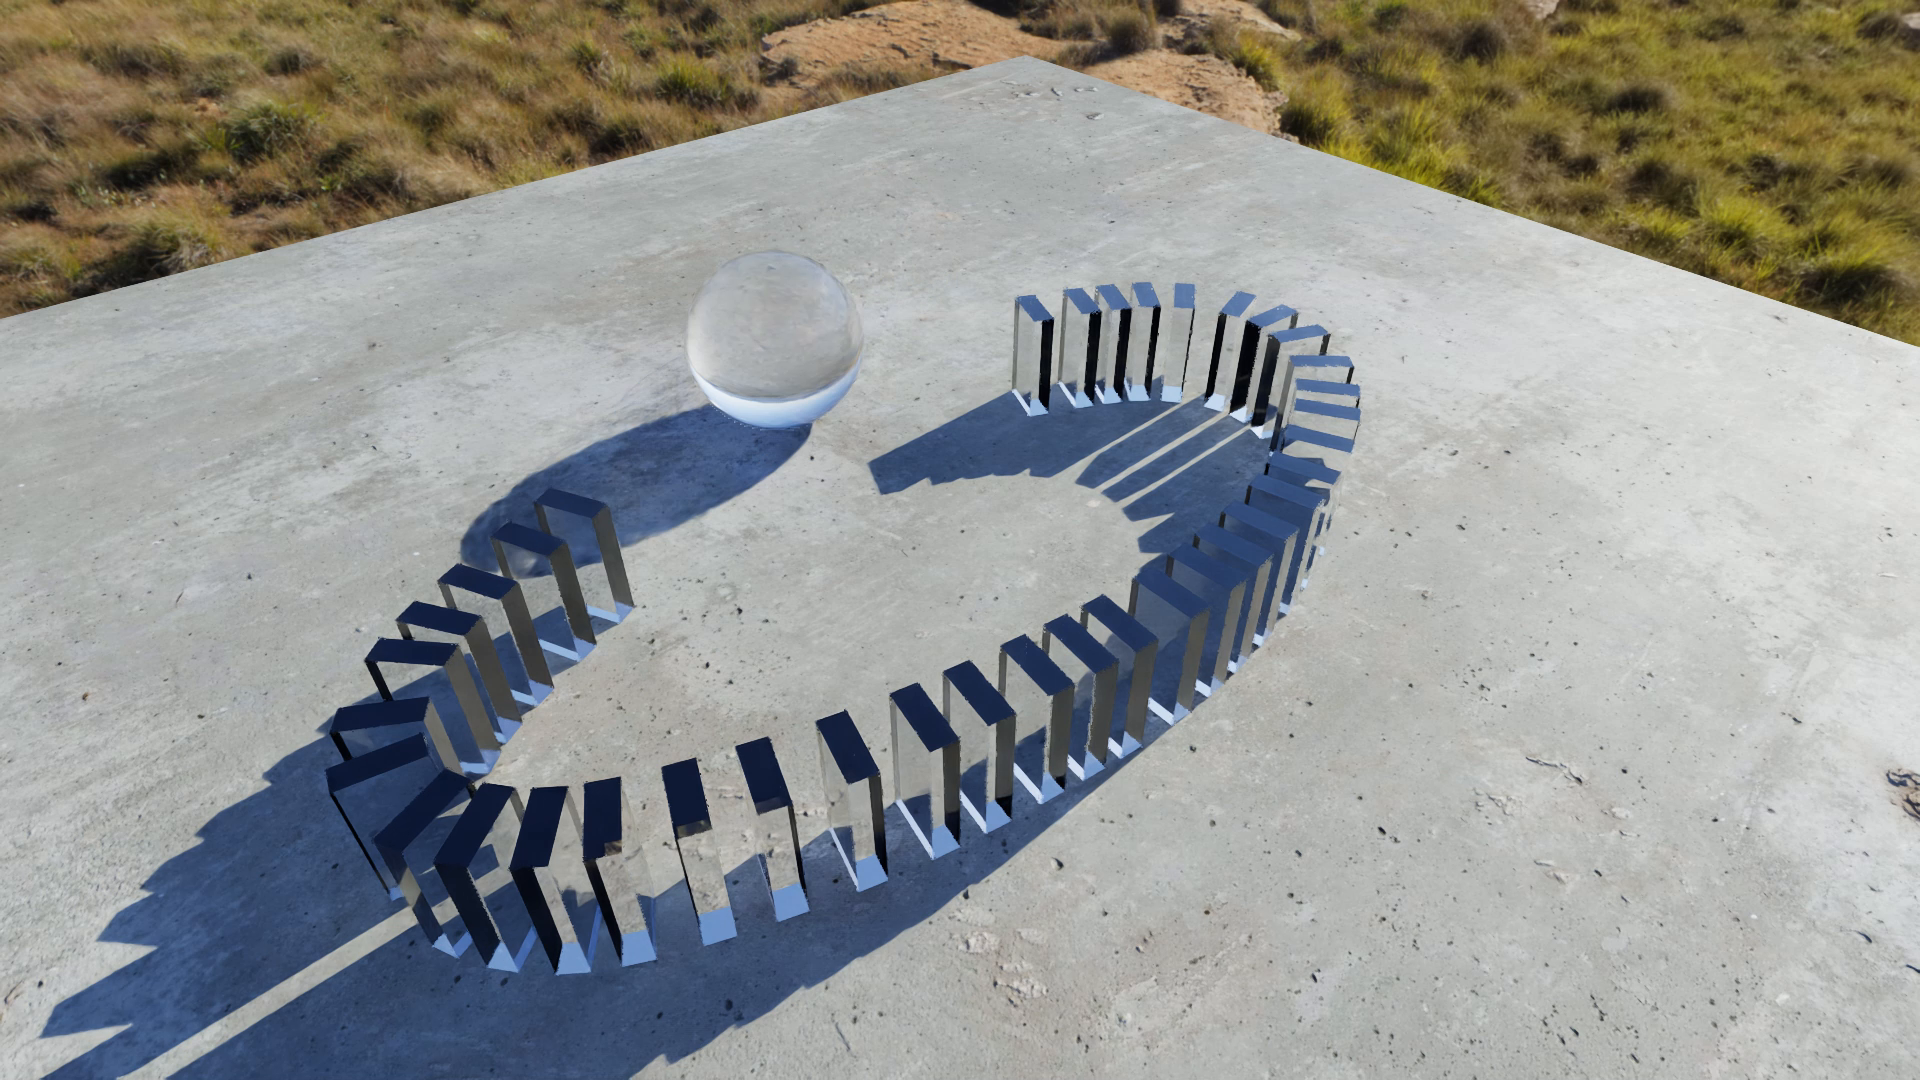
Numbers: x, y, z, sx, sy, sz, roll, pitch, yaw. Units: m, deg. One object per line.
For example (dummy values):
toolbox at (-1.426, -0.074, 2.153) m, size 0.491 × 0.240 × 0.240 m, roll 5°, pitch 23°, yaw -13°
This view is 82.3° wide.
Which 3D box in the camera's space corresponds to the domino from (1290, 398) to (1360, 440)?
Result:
domino at (0.145, -0.032, 0.451) m, size 0.025 × 0.050 × 0.010 m, roll 12°, pitch 41°, yaw 14°

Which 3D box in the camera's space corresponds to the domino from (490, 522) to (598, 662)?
domino at (-0.146, 0.019, 0.389) m, size 0.025 × 0.050 × 0.009 m, roll 16°, pitch 42°, yaw 19°

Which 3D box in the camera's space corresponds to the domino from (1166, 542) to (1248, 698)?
domino at (0.081, 0.028, 0.377) m, size 0.009 × 0.050 × 0.025 m, roll -32°, pitch 49°, yaw -33°

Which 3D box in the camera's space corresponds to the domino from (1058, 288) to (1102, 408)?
domino at (0.056, -0.091, 0.522) m, size 0.009 × 0.050 × 0.025 m, roll -10°, pitch 40°, yaw -12°

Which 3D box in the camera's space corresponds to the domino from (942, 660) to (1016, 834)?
domino at (0.005, 0.063, 0.334) m, size 0.009 × 0.050 × 0.025 m, roll -21°, pitch 44°, yaw -24°

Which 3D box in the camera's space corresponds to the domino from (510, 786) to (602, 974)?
domino at (-0.108, 0.093, 0.298) m, size 0.010 × 0.050 × 0.025 m, roll -3°, pitch 39°, yaw -3°

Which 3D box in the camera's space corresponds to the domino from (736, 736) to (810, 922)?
domino at (-0.053, 0.082, 0.311) m, size 0.009 × 0.050 × 0.025 m, roll -15°, pitch 42°, yaw -17°

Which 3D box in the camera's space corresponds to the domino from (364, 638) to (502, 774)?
domino at (-0.165, 0.053, 0.347) m, size 0.025 × 0.050 × 0.009 m, roll 4°, pitch 39°, yaw 4°

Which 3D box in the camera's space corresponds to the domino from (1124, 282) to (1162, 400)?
domino at (0.087, -0.095, 0.527) m, size 0.009 × 0.050 × 0.025 m, roll -2°, pitch 39°, yaw -2°

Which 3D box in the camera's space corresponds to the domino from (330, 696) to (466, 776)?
domino at (-0.164, 0.069, 0.328) m, size 0.025 × 0.050 × 0.010 m, roll -7°, pitch 40°, yaw -8°

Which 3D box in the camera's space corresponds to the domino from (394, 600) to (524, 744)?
domino at (-0.162, 0.044, 0.358) m, size 0.025 × 0.050 × 0.009 m, roll 11°, pitch 40°, yaw 13°

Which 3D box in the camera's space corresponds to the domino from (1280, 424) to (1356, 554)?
domino at (0.137, -0.019, 0.435) m, size 0.025 × 0.050 × 0.010 m, roll 17°, pitch 42°, yaw 20°

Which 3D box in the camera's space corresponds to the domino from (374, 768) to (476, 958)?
domino at (-0.140, 0.089, 0.302) m, size 0.009 × 0.050 × 0.025 m, roll 16°, pitch 42°, yaw 18°

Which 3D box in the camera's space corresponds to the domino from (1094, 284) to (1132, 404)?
domino at (0.071, -0.093, 0.525) m, size 0.010 × 0.050 × 0.025 m, roll -8°, pitch 40°, yaw -10°

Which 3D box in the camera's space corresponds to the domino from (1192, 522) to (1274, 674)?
domino at (0.092, 0.021, 0.386) m, size 0.025 × 0.050 × 0.009 m, roll 30°, pitch 48°, yaw 31°

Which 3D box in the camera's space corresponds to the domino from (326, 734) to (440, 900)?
domino at (-0.158, 0.080, 0.314) m, size 0.025 × 0.050 × 0.009 m, roll -21°, pitch 44°, yaw -23°

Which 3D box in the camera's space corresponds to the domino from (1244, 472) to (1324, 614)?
domino at (0.117, 0.002, 0.409) m, size 0.025 × 0.050 × 0.009 m, roll 25°, pitch 45°, yaw 27°

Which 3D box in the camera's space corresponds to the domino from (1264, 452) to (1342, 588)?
domino at (0.126, -0.007, 0.420) m, size 0.025 × 0.050 × 0.010 m, roll 22°, pitch 44°, yaw 25°

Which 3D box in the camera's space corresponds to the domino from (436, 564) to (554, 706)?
domino at (-0.156, 0.033, 0.372) m, size 0.025 × 0.050 × 0.009 m, roll 14°, pitch 41°, yaw 17°

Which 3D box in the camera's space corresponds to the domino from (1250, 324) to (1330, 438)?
domino at (0.149, -0.071, 0.499) m, size 0.025 × 0.050 × 0.010 m, roll -12°, pitch 41°, yaw -14°

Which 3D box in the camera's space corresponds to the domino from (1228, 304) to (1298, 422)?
domino at (0.141, -0.082, 0.511) m, size 0.025 × 0.050 × 0.010 m, roll -26°, pitch 46°, yaw -28°

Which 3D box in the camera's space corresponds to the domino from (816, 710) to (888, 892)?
domino at (-0.031, 0.076, 0.319) m, size 0.009 × 0.050 × 0.025 m, roll -17°, pitch 42°, yaw -20°

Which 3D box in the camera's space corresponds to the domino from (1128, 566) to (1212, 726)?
domino at (0.068, 0.036, 0.368) m, size 0.010 × 0.050 × 0.025 m, roll -28°, pitch 47°, yaw -30°

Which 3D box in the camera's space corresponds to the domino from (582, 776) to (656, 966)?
domino at (-0.092, 0.091, 0.300) m, size 0.010 × 0.050 × 0.025 m, roll -9°, pitch 40°, yaw -11°

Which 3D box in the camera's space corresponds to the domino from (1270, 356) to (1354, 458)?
domino at (0.153, -0.056, 0.480) m, size 0.025 × 0.050 × 0.009 m, roll 1°, pitch 39°, yaw 1°

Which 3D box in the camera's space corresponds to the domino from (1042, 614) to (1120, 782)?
domino at (0.037, 0.050, 0.350) m, size 0.009 × 0.050 × 0.025 m, roll -23°, pitch 45°, yaw -26°

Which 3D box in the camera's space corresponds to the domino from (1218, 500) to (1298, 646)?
domino at (0.104, 0.012, 0.397) m, size 0.025 × 0.050 × 0.009 m, roll 28°, pitch 47°, yaw 30°

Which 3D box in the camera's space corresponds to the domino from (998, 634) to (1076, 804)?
domino at (0.023, 0.056, 0.343) m, size 0.009 × 0.050 × 0.025 m, roll -22°, pitch 44°, yaw -25°

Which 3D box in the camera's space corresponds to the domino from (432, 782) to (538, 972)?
domino at (-0.125, 0.092, 0.299) m, size 0.010 × 0.050 × 0.025 m, roll 6°, pitch 40°, yaw 7°

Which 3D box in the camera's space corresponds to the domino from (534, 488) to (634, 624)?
domino at (-0.137, 0.006, 0.404) m, size 0.025 × 0.050 × 0.009 m, roll 14°, pitch 41°, yaw 17°

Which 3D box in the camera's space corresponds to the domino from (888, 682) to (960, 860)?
domino at (-0.010, 0.069, 0.327) m, size 0.009 × 0.050 × 0.025 m, roll -20°, pitch 43°, yaw -22°

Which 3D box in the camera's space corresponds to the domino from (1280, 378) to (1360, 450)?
domino at (0.150, -0.043, 0.464) m, size 0.025 × 0.050 × 0.009 m, roll 8°, pitch 40°, yaw 10°

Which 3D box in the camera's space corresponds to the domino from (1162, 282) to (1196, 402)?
domino at (0.104, -0.094, 0.526) m, size 0.009 × 0.050 × 0.025 m, roll 6°, pitch 40°, yaw 7°

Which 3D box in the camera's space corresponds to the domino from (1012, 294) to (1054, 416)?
domino at (0.034, -0.087, 0.517) m, size 0.009 × 0.050 × 0.025 m, roll -12°, pitch 41°, yaw -14°

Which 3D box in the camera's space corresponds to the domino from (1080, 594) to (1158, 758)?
domino at (0.049, 0.045, 0.357) m, size 0.010 × 0.050 × 0.025 m, roll -25°, pitch 45°, yaw -27°

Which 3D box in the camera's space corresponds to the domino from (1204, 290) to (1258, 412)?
domino at (0.128, -0.089, 0.520) m, size 0.009 × 0.050 × 0.025 m, roll 20°, pitch 44°, yaw 23°

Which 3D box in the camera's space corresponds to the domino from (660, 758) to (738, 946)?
domino at (-0.072, 0.087, 0.305) m, size 0.009 × 0.050 × 0.025 m, roll -13°, pitch 41°, yaw -15°

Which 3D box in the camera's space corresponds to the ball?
ball at (-0.083, -0.090, 0.498) m, size 0.080 × 0.080 × 0.080 m, roll 0°, pitch 39°, yaw 0°
